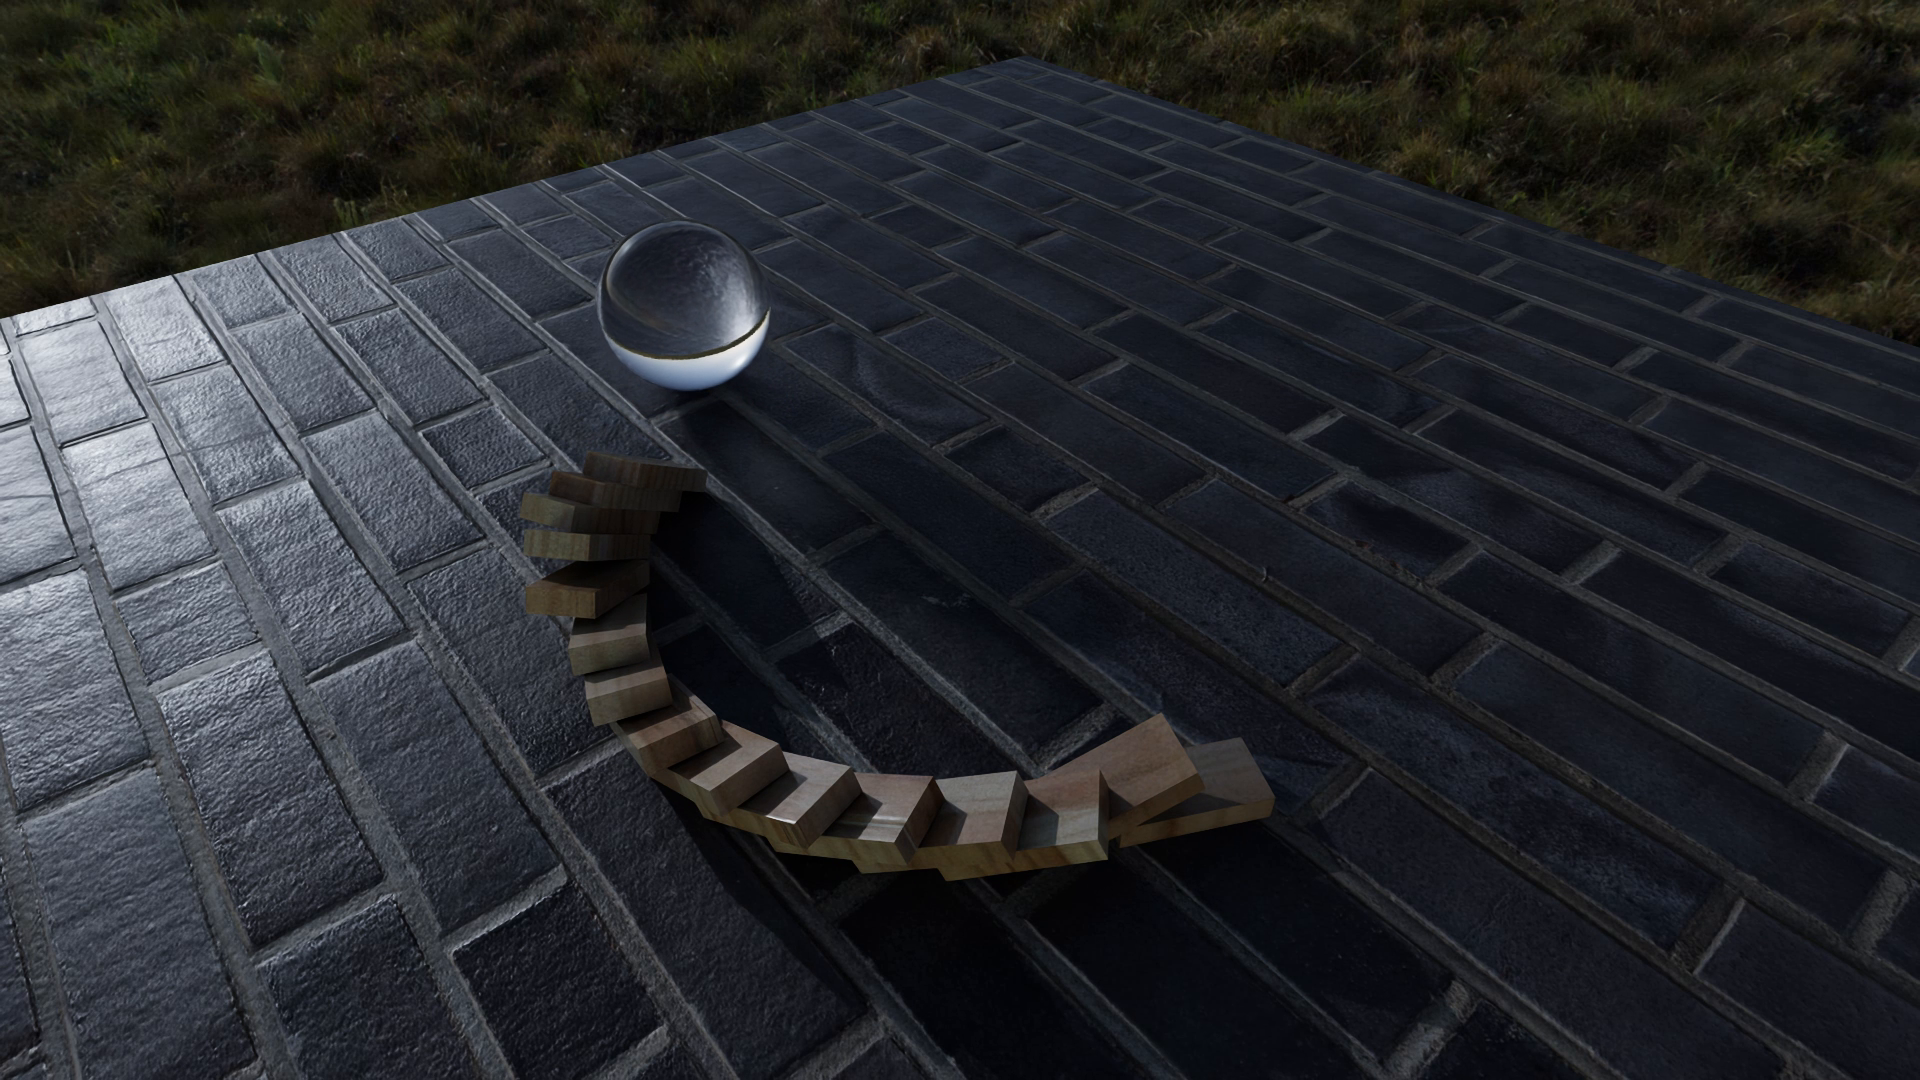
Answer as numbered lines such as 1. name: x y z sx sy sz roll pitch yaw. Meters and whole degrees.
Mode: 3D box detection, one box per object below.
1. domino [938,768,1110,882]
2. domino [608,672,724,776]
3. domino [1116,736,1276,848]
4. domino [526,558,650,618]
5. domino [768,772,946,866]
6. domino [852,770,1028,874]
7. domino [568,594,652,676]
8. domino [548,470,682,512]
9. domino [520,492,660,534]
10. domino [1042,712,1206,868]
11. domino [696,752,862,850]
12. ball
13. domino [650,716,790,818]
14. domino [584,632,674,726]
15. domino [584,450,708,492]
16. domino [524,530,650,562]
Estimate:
1. domino: 0.019 0.085 0.326 0.050 0.009 0.025 -14 36 19
2. domino: -0.097 0.059 0.356 0.025 0.010 0.050 -23 20 -25
3. domino: 0.070 0.079 0.347 0.050 0.010 0.025 -9 40 -10
4. domino: -0.136 0.017 0.406 0.025 0.009 0.050 4 12 5
5. domino: -0.032 0.082 0.328 0.050 0.009 0.025 -5 32 33
6. domino: -0.006 0.084 0.326 0.050 0.009 0.025 -12 34 25
7. domino: -0.123 0.032 0.388 0.025 0.010 0.050 -11 16 -13
8. domino: -0.138 -0.019 0.444 0.025 0.009 0.050 14 4 20
9. domino: -0.144 -0.010 0.433 0.025 0.009 0.050 14 4 22
10. domino: 0.046 0.076 0.335 0.050 0.010 0.025 -29 41 2
11. domino: -0.056 0.077 0.334 0.050 0.009 0.025 1 32 42
12. ball: -0.131 -0.111 0.523 0.080 0.080 0.080 0 39 0
13. domino: -0.078 0.069 0.343 0.025 0.009 0.050 -32 24 -33
14. domino: -0.113 0.046 0.371 0.025 0.009 0.050 -15 17 -17
15. domino: -0.129 -0.028 0.455 0.025 0.009 0.050 14 4 17
16. domino: -0.140 0.002 0.418 0.025 0.010 0.050 5 1 9
